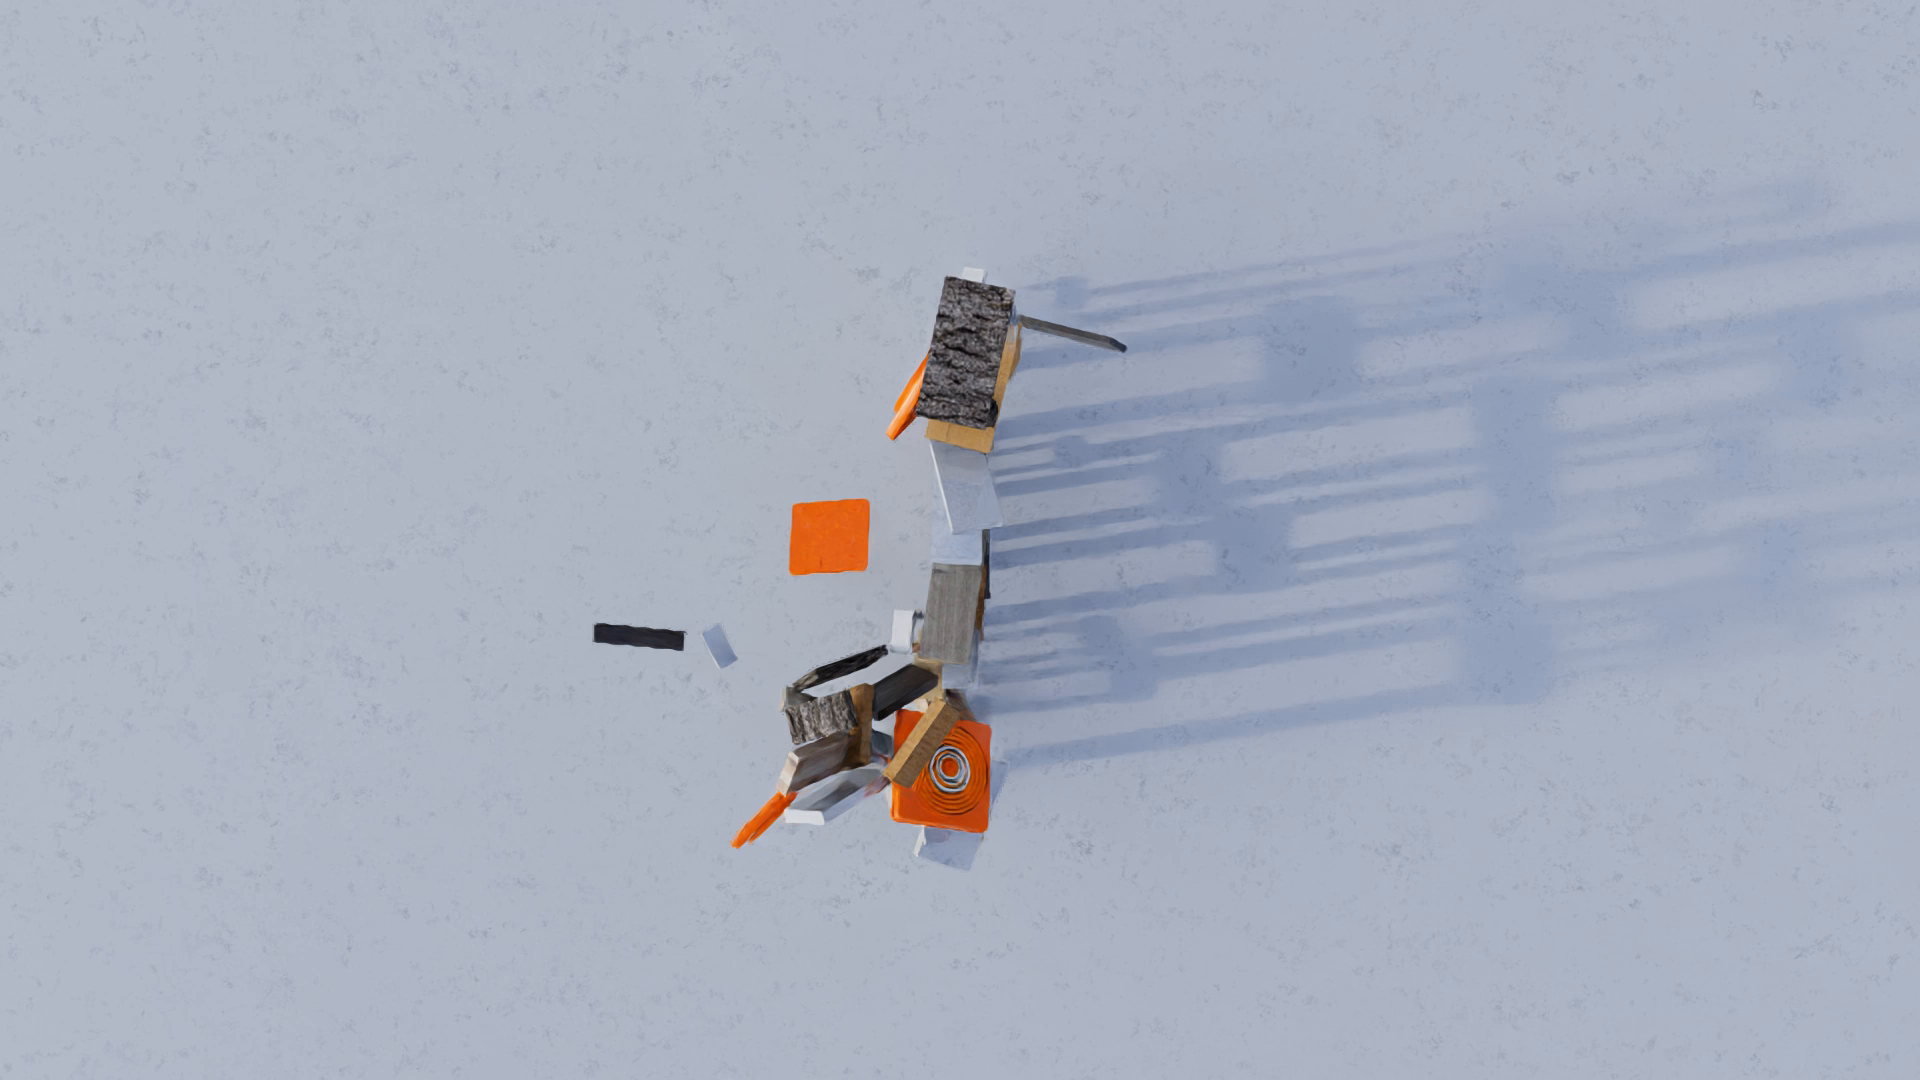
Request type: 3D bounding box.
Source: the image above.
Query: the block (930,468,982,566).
[{"bbox_3d":[-0.007,-0.069,4.531,0.138,0.039,0.275,3,68,-3],"label":"block"}]

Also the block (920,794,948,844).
[{"bbox_3d":[-0.074,0.814,4.795,0.069,0.020,0.138,-8,104,-13],"label":"block"}]

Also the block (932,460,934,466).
[{"bbox_3d":[-0.002,-0.399,5.142,0.166,0.047,0.331,0,90,0],"label":"block"}]

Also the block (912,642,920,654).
[{"bbox_3d":[-0.123,0.318,4.870,0.063,0.165,0.018,11,93,28],"label":"block"}]

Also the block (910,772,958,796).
[{"bbox_3d":[-0.077,0.705,4.811,0.138,0.069,0.020,13,121,-8],"label":"block"}]

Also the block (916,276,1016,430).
[{"bbox_3d":[0.014,-0.457,4.046,0.174,0.049,0.348,12,89,3],"label":"block"}]

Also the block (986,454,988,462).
[{"bbox_3d":[0.015,-0.113,4.942,0.143,0.041,0.286,-2,90,0],"label":"block"}]

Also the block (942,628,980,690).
[{"bbox_3d":[0.003,0.290,4.596,0.099,0.028,0.288,2,48,0],"label":"block"}]

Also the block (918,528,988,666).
[{"bbox_3d":[-0.012,0.109,4.539,0.138,0.039,0.457,9,77,0],"label":"block"}]

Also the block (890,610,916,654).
[{"bbox_3d":[-0.165,0.268,4.795,0.063,0.018,0.126,2,82,27],"label":"block"}]

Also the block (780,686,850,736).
[{"bbox_3d":[-0.402,0.477,4.602,0.200,0.100,0.028,24,110,-15],"label":"block"}]

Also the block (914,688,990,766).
[{"bbox_3d":[-0.028,0.578,5.131,0.171,0.342,0.048,17,119,-29],"label":"block"}]

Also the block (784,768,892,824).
[{"bbox_3d":[-0.333,0.708,4.569,0.125,0.355,0.035,-2,100,29],"label":"block"}]

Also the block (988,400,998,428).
[{"bbox_3d":[0.005,-0.344,4.247,0.174,0.348,0.049,15,91,2],"label":"block"}]

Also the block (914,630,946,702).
[{"bbox_3d":[-0.085,0.377,4.961,0.103,0.029,0.205,7,90,19],"label":"block"}]

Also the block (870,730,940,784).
[{"bbox_3d":[-0.172,0.623,4.764,0.230,0.115,0.033,24,113,-28],"label":"block"}]

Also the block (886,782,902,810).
[{"bbox_3d":[-0.193,0.709,4.787,0.020,0.069,0.138,6,120,17],"label":"block"}]

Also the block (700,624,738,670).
[{"bbox_3d":[-0.706,0.313,4.834,0.060,0.017,0.121,-29,94,-20],"label":"block"}]

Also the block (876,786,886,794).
[{"bbox_3d":[-0.282,0.707,4.736,0.121,0.060,0.017,1,100,16],"label":"block"}]

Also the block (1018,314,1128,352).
[{"bbox_3d":[0.255,-0.655,5.062,0.070,0.722,0.020,24,90,-38],"label":"block"}]

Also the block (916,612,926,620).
[{"bbox_3d":[-0.075,0.225,4.855,0.126,0.063,0.018,5,84,-25],"label":"block"}]

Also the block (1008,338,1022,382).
[{"bbox_3d":[0.070,-0.517,4.693,0.179,0.430,0.051,6,86,-2],"label":"block"}]

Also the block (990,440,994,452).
[{"bbox_3d":[0.005,-0.311,4.655,0.179,0.357,0.051,-3,80,0],"label":"block"}]

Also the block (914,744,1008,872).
[{"bbox_3d":[0.003,0.801,4.922,0.171,0.048,0.342,22,87,-18],"label":"block"}]

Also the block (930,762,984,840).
[{"bbox_3d":[-0.010,0.823,5.235,0.171,0.530,0.048,0,103,1],"label":"block"}]

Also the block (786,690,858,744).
[{"bbox_3d":[-0.374,0.479,4.450,0.200,0.028,0.100,-20,79,28],"label":"block"}]

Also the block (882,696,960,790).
[{"bbox_3d":[-0.101,0.546,4.428,0.035,0.125,0.249,33,85,27],"label":"block"}]

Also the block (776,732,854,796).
[{"bbox_3d":[-0.398,0.611,4.537,0.035,0.249,0.125,32,113,24],"label":"block"}]

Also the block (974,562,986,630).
[{"bbox_3d":[0.019,0.152,4.610,0.099,0.028,0.198,5,59,0],"label":"block"}]

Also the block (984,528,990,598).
[{"bbox_3d":[0.035,0.067,4.688,0.099,0.028,0.198,-1,91,0],"label":"block"}]

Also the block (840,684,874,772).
[{"bbox_3d":[-0.298,0.532,4.682,0.033,0.115,0.230,17,64,-35],"label":"block"}]

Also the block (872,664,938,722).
[{"bbox_3d":[-0.192,0.446,4.841,0.115,0.260,0.033,20,124,37],"label":"block"}]

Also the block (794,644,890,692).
[{"bbox_3d":[-0.337,0.366,4.704,0.100,0.310,0.028,-34,79,37],"label":"block"}]

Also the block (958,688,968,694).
[{"bbox_3d":[-0.018,0.490,5.411,0.082,0.165,0.023,-11,97,11],"label":"block"}]

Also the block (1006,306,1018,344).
[{"bbox_3d":[0.059,-0.567,4.245,0.174,0.348,0.049,10,90,3],"label":"block"}]

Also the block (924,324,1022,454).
[{"bbox_3d":[0.036,-0.428,4.447,0.179,0.051,0.357,14,90,2],"label":"block"}]

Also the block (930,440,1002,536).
[{"bbox_3d":[0.015,-0.157,4.525,0.138,0.039,0.275,-11,69,-8],"label":"block"}]

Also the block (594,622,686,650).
[{"bbox_3d":[-1.006,0.304,5.177,0.278,0.017,0.060,6,113,-10],"label":"block"}]

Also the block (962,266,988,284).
[{"bbox_3d":[0.026,-0.700,4.669,0.070,0.020,0.139,15,85,33],"label":"block"}]

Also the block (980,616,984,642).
[{"bbox_3d":[0.004,0.180,5.205,0.138,0.039,0.275,0,90,0],"label":"block"}]
